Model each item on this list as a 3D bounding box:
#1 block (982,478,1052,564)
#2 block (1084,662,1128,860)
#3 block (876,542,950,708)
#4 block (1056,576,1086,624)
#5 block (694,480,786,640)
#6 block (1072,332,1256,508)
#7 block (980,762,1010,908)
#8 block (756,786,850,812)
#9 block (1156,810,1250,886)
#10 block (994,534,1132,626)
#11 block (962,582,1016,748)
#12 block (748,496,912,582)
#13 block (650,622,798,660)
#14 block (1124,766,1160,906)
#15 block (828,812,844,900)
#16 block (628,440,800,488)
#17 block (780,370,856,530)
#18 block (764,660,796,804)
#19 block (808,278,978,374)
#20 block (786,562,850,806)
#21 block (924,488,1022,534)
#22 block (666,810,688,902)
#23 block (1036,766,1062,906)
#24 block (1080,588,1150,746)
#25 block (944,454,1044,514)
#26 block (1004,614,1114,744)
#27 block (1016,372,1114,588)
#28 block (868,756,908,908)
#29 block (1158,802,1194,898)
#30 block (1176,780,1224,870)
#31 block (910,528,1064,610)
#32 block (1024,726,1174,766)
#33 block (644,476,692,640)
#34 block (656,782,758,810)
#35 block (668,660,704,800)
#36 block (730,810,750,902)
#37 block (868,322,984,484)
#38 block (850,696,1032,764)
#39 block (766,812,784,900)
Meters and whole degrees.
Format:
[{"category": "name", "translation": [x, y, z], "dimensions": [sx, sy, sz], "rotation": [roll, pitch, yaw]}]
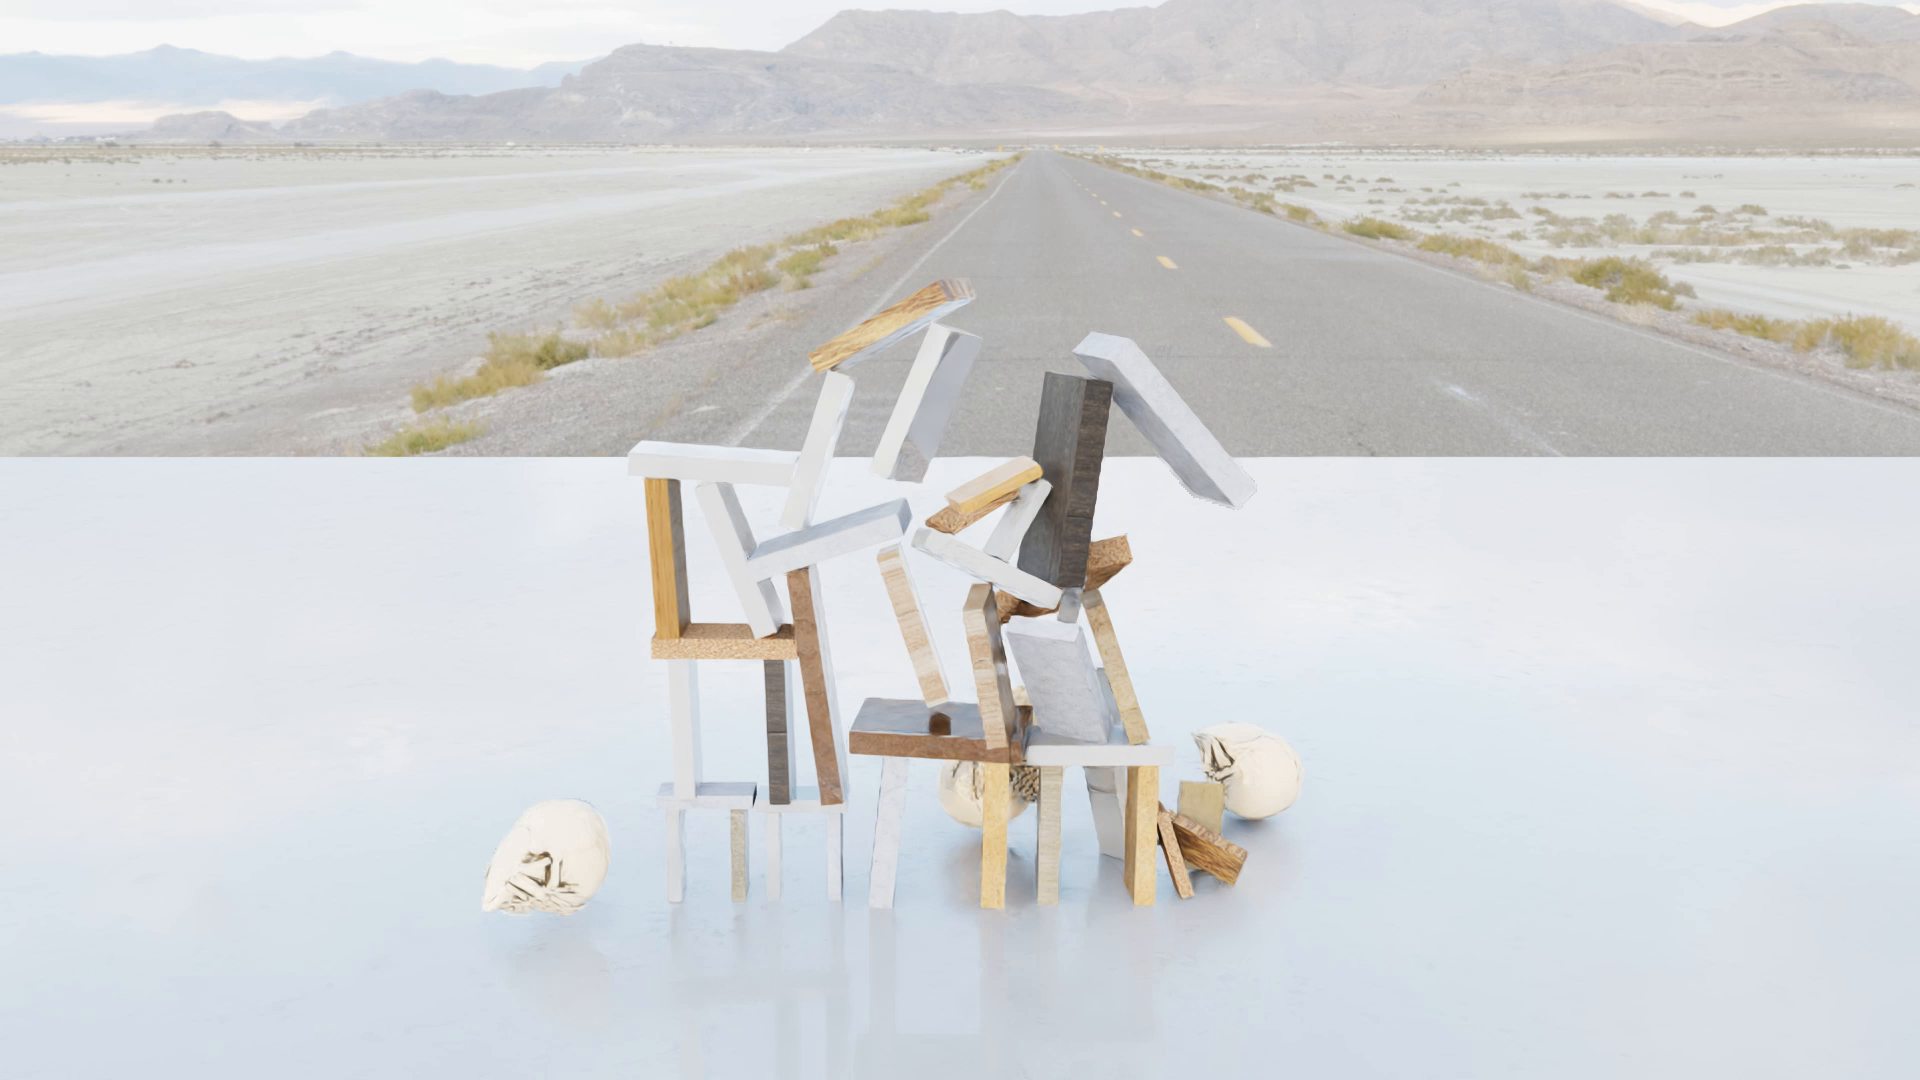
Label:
[{"category": "block", "translation": [0.090, -0.032, 3.515], "dimensions": [0.021, 0.145, 0.072], "rotation": [34, -9, -20]}, {"category": "block", "translation": [0.252, 0.382, 3.816], "dimensions": [0.034, 0.339, 0.119], "rotation": [-13, 5, -22]}, {"category": "block", "translation": [-0.074, 0.134, 3.524], "dimensions": [0.036, 0.253, 0.126], "rotation": [-18, 5, 3]}, {"category": "block", "translation": [0.184, 0.135, 3.770], "dimensions": [0.034, 0.119, 0.238], "rotation": [12, -11, 3]}, {"category": "block", "translation": [-0.355, 0.022, 3.561], "dimensions": [0.037, 0.260, 0.130], "rotation": [-21, 9, 5]}, {"category": "block", "translation": [0.327, -0.194, 3.536], "dimensions": [0.046, 0.328, 0.164], "rotation": [-45, 20, -7]}, {"category": "block", "translation": [0.058, 0.450, 3.616], "dimensions": [0.039, 0.276, 0.138], "rotation": [2, 20, 1]}, {"category": "block", "translation": [-0.259, 0.429, 3.641], "dimensions": [0.152, 0.022, 0.076], "rotation": [0, 11, 0]}, {"category": "block", "translation": [0.408, 0.519, 3.703], "dimensions": [0.149, 0.075, 0.021], "rotation": [27, 47, 15]}, {"category": "block", "translation": [0.171, 0.075, 3.892], "dimensions": [0.164, 0.046, 0.365], "rotation": [-12, -12, -16]}, {"category": "block", "translation": [0.047, 0.196, 3.448], "dimensions": [0.033, 0.232, 0.116], "rotation": [-7, 19, 11]}, {"category": "block", "translation": [-0.207, -0.002, 3.527], "dimensions": [0.253, 0.036, 0.126], "rotation": [-17, 12, 9]}, {"category": "block", "translation": [-0.377, 0.165, 3.587], "dimensions": [0.235, 0.033, 0.117], "rotation": [0, 11, 1]}, {"category": "block", "translation": [0.301, 0.472, 3.650], "dimensions": [0.034, 0.238, 0.119], "rotation": [0, 11, -4]}, {"category": "block", "translation": [-0.207, 0.514, 3.659], "dimensions": [0.022, 0.152, 0.076], "rotation": [0, 11, 0]}, {"category": "block", "translation": [-0.394, -0.123, 3.537], "dimensions": [0.260, 0.037, 0.130], "rotation": [4, 11, 0]}, {"category": "block", "translation": [-0.226, -0.145, 3.524], "dimensions": [0.036, 0.254, 0.127], "rotation": [18, 4, 1]}, {"category": "block", "translation": [-0.295, 0.301, 3.611], "dimensions": [0.033, 0.242, 0.117], "rotation": [-1, 11, 1]}, {"category": "block", "translation": [-0.107, -0.341, 3.501], "dimensions": [0.254, 0.036, 0.127], "rotation": [-27, -2, 24]}, {"category": "block", "translation": [-0.231, 0.225, 3.591], "dimensions": [0.036, 0.395, 0.126], "rotation": [-7, 12, 3]}, {"category": "block", "translation": [0.021, -0.053, 3.518], "dimensions": [0.145, 0.021, 0.072], "rotation": [-32, 21, -29]}, {"category": "block", "translation": [-0.471, 0.512, 3.655], "dimensions": [0.022, 0.158, 0.079], "rotation": [0, 11, 0]}, {"category": "block", "translation": [0.147, 0.472, 3.649], "dimensions": [0.034, 0.238, 0.119], "rotation": [1, 11, 0]}, {"category": "block", "translation": [0.253, 0.206, 3.594], "dimensions": [0.034, 0.238, 0.119], "rotation": [-19, 11, 2]}, {"category": "block", "translation": [0.054, -0.089, 3.512], "dimensions": [0.145, 0.021, 0.072], "rotation": [-27, 21, -12]}, {"category": "block", "translation": [0.160, 0.224, 3.498], "dimensions": [0.116, 0.275, 0.033], "rotation": [8, 53, 23]}, {"category": "block", "translation": [0.166, -0.099, 3.517], "dimensions": [0.046, 0.328, 0.164], "rotation": [6, 6, -22]}, {"category": "block", "translation": [-0.117, 0.453, 3.639], "dimensions": [0.039, 0.276, 0.138], "rotation": [6, 11, -2]}, {"category": "block", "translation": [0.351, 0.515, 3.655], "dimensions": [0.021, 0.149, 0.075], "rotation": [-18, 8, -2]}, {"category": "block", "translation": [0.409, 0.490, 3.774], "dimensions": [0.075, 0.149, 0.021], "rotation": [4, 1, -13]}, {"category": "block", "translation": [0.041, 0.045, 3.493], "dimensions": [0.232, 0.033, 0.116], "rotation": [25, -5, -12]}, {"category": "block", "translation": [0.227, 0.339, 3.620], "dimensions": [0.238, 0.034, 0.119], "rotation": [0, 11, -2]}, {"category": "block", "translation": [-0.473, 0.019, 3.562], "dimensions": [0.037, 0.260, 0.130], "rotation": [-3, 11, 2]}, {"category": "block", "translation": [-0.419, 0.423, 3.639], "dimensions": [0.158, 0.022, 0.079], "rotation": [0, 11, 0]}, {"category": "block", "translation": [-0.451, 0.296, 3.615], "dimensions": [0.033, 0.235, 0.117], "rotation": [-2, 11, 0]}, {"category": "block", "translation": [-0.365, 0.512, 3.654], "dimensions": [0.022, 0.158, 0.079], "rotation": [0, 11, 0]}, {"category": "block", "translation": [-0.053, -0.215, 3.482], "dimensions": [0.036, 0.254, 0.127], "rotation": [27, 10, 23]}, {"category": "block", "translation": [-0.029, 0.306, 3.549], "dimensions": [0.276, 0.039, 0.138], "rotation": [3, 20, 9]}, {"category": "block", "translation": [-0.309, 0.514, 3.659], "dimensions": [0.022, 0.152, 0.076], "rotation": [0, 11, 0]}]
